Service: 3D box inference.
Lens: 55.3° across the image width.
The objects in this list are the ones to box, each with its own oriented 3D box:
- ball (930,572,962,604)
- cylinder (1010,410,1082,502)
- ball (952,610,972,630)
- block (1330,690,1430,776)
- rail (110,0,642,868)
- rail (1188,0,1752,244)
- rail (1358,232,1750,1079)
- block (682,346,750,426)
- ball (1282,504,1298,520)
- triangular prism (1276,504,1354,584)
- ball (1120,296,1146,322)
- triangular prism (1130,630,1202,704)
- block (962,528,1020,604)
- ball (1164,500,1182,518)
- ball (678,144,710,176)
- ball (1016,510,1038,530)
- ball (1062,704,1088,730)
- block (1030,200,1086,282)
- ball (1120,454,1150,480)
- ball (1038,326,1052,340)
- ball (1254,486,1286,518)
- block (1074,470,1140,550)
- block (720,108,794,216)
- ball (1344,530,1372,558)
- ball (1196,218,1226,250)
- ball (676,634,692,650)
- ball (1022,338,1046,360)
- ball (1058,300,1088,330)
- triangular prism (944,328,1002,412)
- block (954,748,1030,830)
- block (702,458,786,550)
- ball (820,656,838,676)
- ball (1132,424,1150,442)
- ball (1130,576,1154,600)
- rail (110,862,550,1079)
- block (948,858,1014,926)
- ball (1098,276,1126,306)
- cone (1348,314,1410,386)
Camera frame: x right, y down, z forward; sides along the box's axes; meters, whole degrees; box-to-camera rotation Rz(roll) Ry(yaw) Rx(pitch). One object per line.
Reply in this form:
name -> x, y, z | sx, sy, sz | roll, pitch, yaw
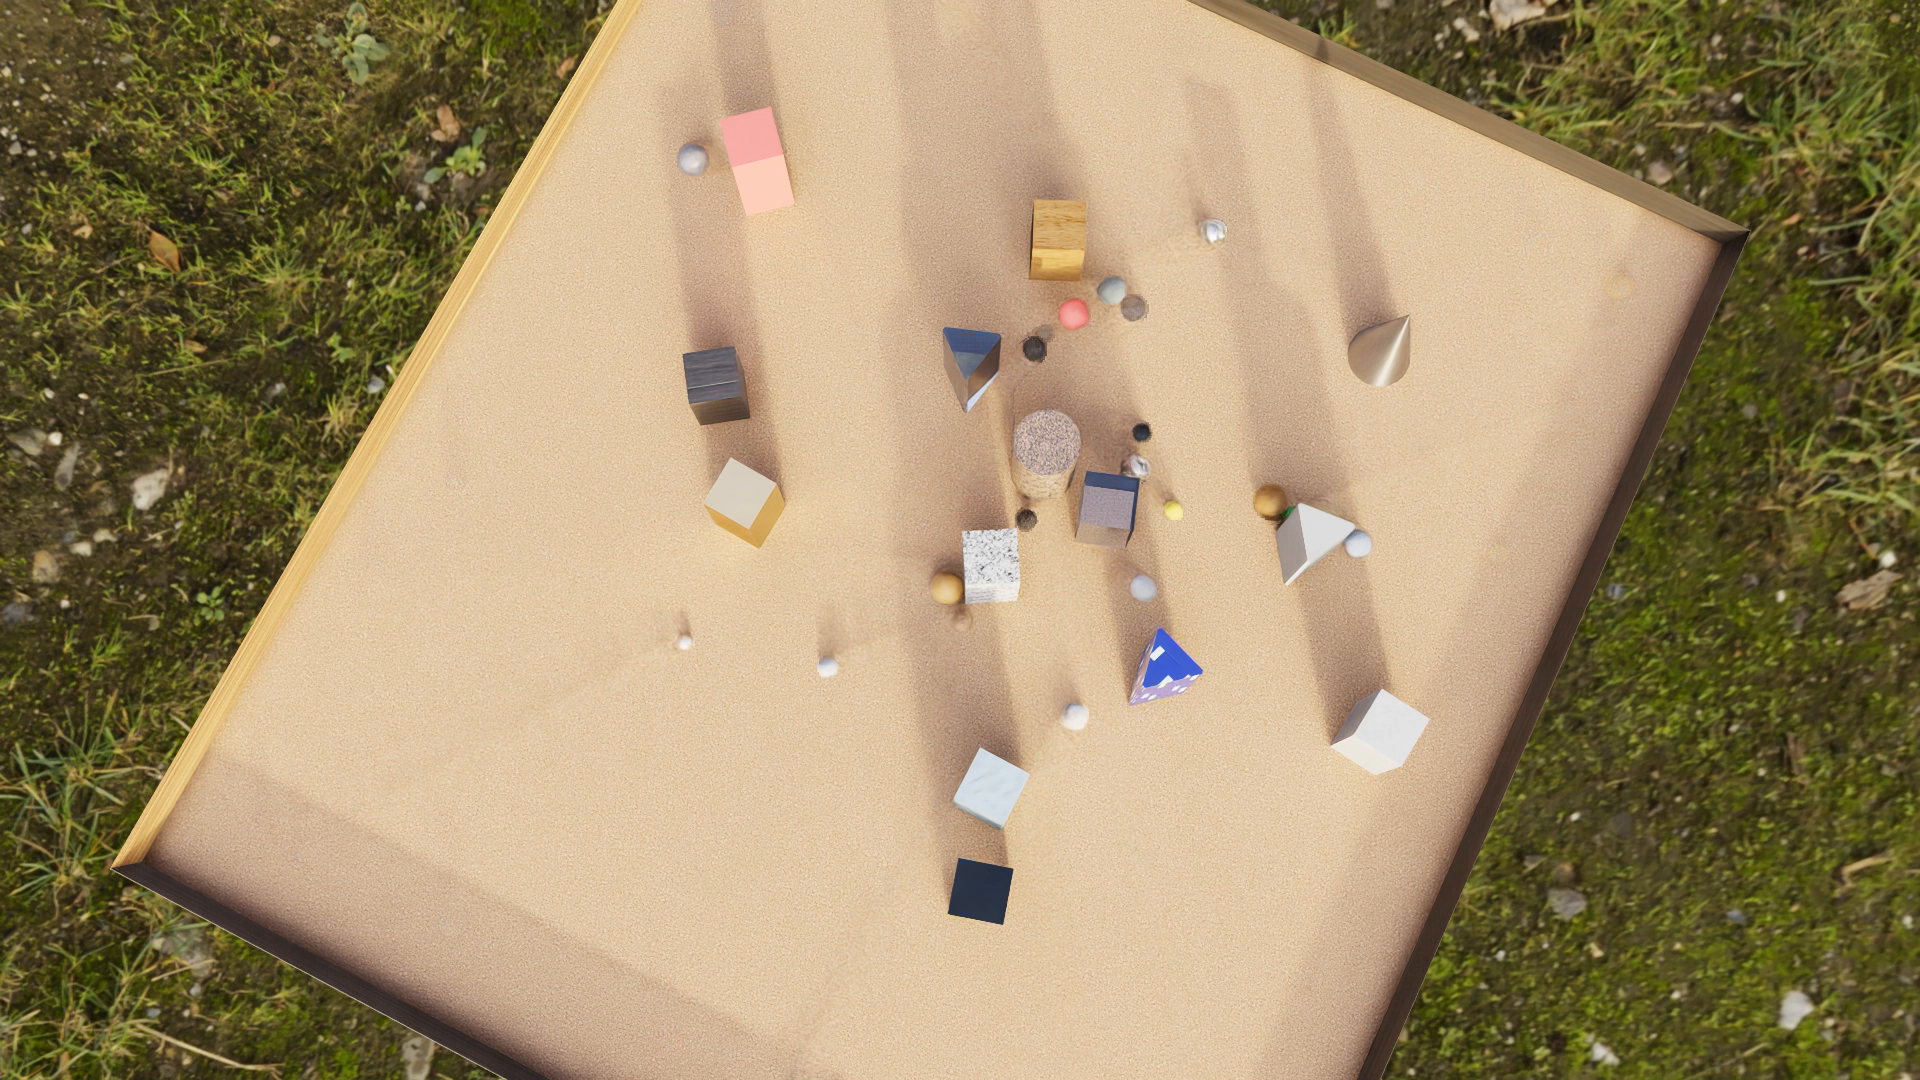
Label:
ball -> -0.040, 0.143, 5.537 | 0.098, 0.098, 0.098 | 0, 78, 0
cylinder -> 0.254, -0.249, 5.491 | 0.197, 0.346, 0.197 | 0, 78, 0
ball -> 0.006, 0.243, 5.535 | 0.062, 0.062, 0.062 | 0, 78, 0
block -> 1.216, 0.561, 5.327 | 0.158, 0.339, 0.158 | 33, 80, 6
rail -> -1.553, -0.754, 5.706 | 0.045, 0.128, 3.940 | 26, 80, 5
rail -> 0.870, -1.698, 5.902 | 3.520, 0.128, 0.045 | 26, 80, 5
rail -> 1.553, 0.767, 5.391 | 0.045, 0.128, 3.940 | 26, 80, 5
block -> -0.741, -0.468, 5.587 | 0.158, 0.247, 0.158 | -9, 78, -2
ball -> 1.027, -0.065, 5.587 | 0.084, 0.084, 0.084 | 0, 78, 0
triangular prism -> 1.016, -0.008, 5.423 | 0.171, 0.383, 0.148 | -37, 81, -7
ball -> 0.542, -0.723, 5.725 | 0.080, 0.080, 0.080 | 0, 78, 0
triangular prism -> 0.575, 0.361, 5.316 | 0.171, 0.442, 0.148 | -13, 79, -3
block -> 0.090, 0.080, 5.437 | 0.158, 0.318, 0.158 | -3, 78, -1
ball -> 0.651, -0.093, 5.608 | 0.055, 0.055, 0.055 | 0, 78, 0
ball -> -0.843, -1.207, 5.816 | 0.099, 0.099, 0.099 | 0, 78, 0
ball -> 0.205, -0.061, 5.597 | 0.064, 0.064, 0.064 | 0, 78, 0
ball -> 0.342, 0.529, 5.467 | 0.078, 0.078, 0.078 | 0, 78, 0
block -> 0.300, -0.924, 5.667 | 0.158, 0.275, 0.158 | 2, 78, 0
ball -> 0.538, -0.222, 5.617 | 0.088, 0.088, 0.088 | 0, 78, 0
ball -> 0.267, -0.647, 5.728 | 0.044, 0.044, 0.044 | 0, 78, 0
ball -> 0.949, -0.118, 5.592 | 0.097, 0.097, 0.097 | 0, 78, 0
block -> 0.439, -0.088, 5.492 | 0.158, 0.278, 0.158 | 8, 78, 2
block -> -0.623, -1.165, 5.661 | 0.158, 0.385, 0.158 | -15, 79, -3
ball -> 1.208, 0.012, 5.572 | 0.083, 0.083, 0.083 | 0, 78, 0
ball -> 0.790, -0.963, 5.768 | 0.095, 0.095, 0.095 | 0, 78, 0
ball -> -0.832, 0.309, 5.529 | 0.047, 0.047, 0.047 | 0, 78, 0
ball -> 0.230, -0.594, 5.703 | 0.071, 0.071, 0.071 | 0, 78, 0
ball -> 0.354, -0.702, 5.714 | 0.094, 0.094, 0.094 | 0, 78, 0
triangular prism -> 0.010, -0.541, 5.544 | 0.148, 0.362, 0.171 | 36, 81, 7
block -> 0.089, 0.722, 5.276 | 0.158, 0.375, 0.158 | 27, 80, 5
block -> -0.642, -0.106, 5.488 | 0.158, 0.295, 0.158 | 29, 80, 6
ball -> -0.394, 0.381, 5.508 | 0.058, 0.058, 0.058 | 0, 78, 0
ball -> 0.560, -0.333, 5.656 | 0.057, 0.057, 0.057 | 0, 78, 0
ball -> 0.552, 0.145, 5.547 | 0.077, 0.077, 0.077 | 0, 78, 0
rail -> -0.870, 1.712, 5.196 | 3.520, 0.128, 0.045 | 26, 80, 5
block -> 0.058, 1.010, 5.256 | 0.158, 0.297, 0.158 | 11, 79, 2
ball -> 0.475, -0.779, 5.733 | 0.088, 0.088, 0.088 | 0, 78, 0
cone -> 1.311, -0.617, 5.534 | 0.197, 0.413, 0.197 | 0, 78, 0
